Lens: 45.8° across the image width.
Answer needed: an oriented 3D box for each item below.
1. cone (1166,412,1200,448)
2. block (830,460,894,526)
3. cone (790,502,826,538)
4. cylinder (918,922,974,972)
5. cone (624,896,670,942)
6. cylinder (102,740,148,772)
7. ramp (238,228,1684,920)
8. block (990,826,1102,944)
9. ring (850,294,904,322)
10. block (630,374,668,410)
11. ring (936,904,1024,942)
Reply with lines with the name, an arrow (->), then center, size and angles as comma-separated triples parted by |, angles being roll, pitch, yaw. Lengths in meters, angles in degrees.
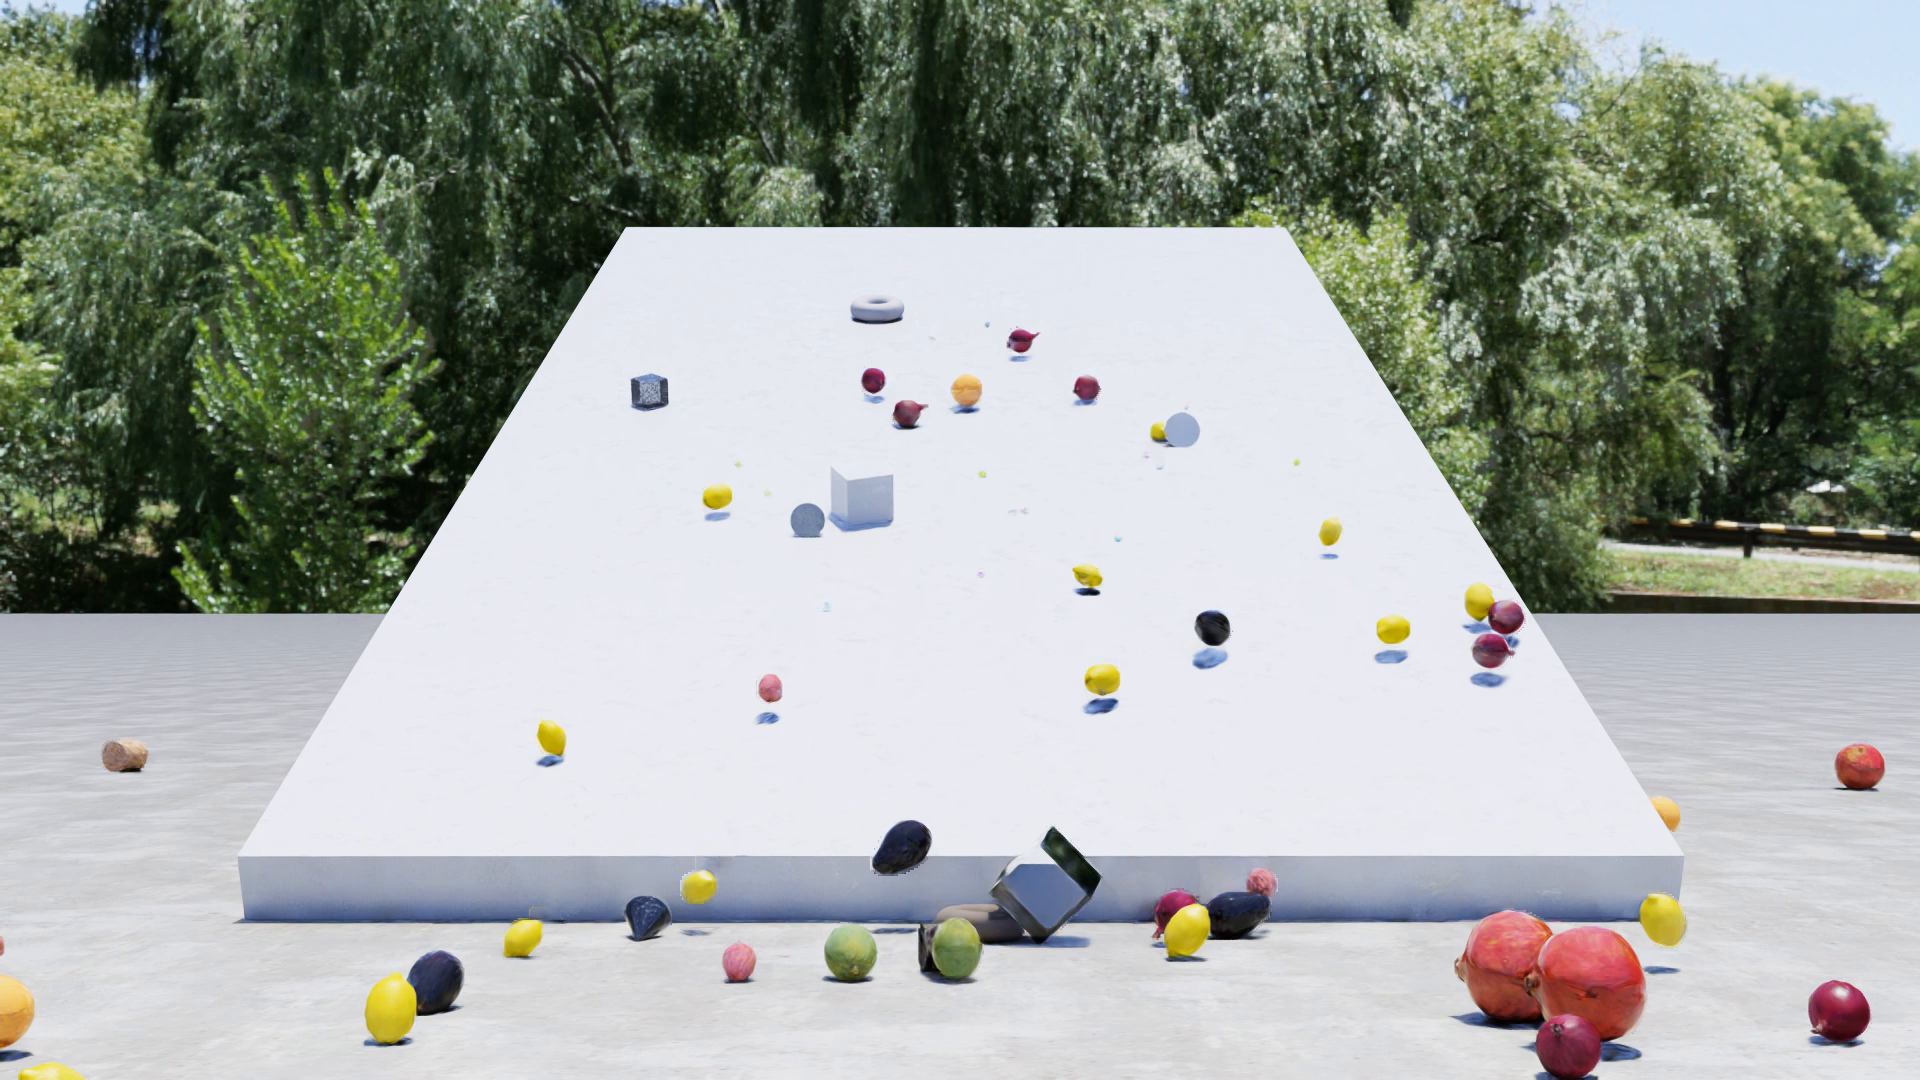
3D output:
cone -> 0.469, -0.230, 4.894 | 0.078, 0.078, 0.078 | 0, -7, -11
block -> -0.191, -0.091, 4.428 | 0.095, 0.095, 0.095 | -8, 22, -22
cone -> -0.290, -0.034, 4.367 | 0.067, 0.067, 0.067 | 0, -8, 1
cylinder -> -0.017, 0.486, 2.708 | 0.057, 0.057, 0.057 | 0, -2, -12
cone -> -0.418, 0.511, 2.983 | 0.062, 0.062, 0.062 | 0, 25, 6
cylinder -> -2.216, 0.574, 6.025 | 0.082, 0.082, 0.082 | -1, -2, 20
ramp -> -0.005, -0.209, 5.030 | 2.000, 0.100, 4.000 | 0, 20, 0
block -> 0.112, 0.449, 2.962 | 0.095, 0.095, 0.095 | -45, -2, 15
ring -> -0.214, -0.600, 5.877 | 0.141, 0.047, 0.141 | -1, 21, 0
block -> -0.703, -0.337, 5.143 | 0.060, 0.060, 0.060 | -18, 27, -40
ring -> 0.028, 0.505, 2.993 | 0.121, 0.040, 0.121 | 1, -3, 0
